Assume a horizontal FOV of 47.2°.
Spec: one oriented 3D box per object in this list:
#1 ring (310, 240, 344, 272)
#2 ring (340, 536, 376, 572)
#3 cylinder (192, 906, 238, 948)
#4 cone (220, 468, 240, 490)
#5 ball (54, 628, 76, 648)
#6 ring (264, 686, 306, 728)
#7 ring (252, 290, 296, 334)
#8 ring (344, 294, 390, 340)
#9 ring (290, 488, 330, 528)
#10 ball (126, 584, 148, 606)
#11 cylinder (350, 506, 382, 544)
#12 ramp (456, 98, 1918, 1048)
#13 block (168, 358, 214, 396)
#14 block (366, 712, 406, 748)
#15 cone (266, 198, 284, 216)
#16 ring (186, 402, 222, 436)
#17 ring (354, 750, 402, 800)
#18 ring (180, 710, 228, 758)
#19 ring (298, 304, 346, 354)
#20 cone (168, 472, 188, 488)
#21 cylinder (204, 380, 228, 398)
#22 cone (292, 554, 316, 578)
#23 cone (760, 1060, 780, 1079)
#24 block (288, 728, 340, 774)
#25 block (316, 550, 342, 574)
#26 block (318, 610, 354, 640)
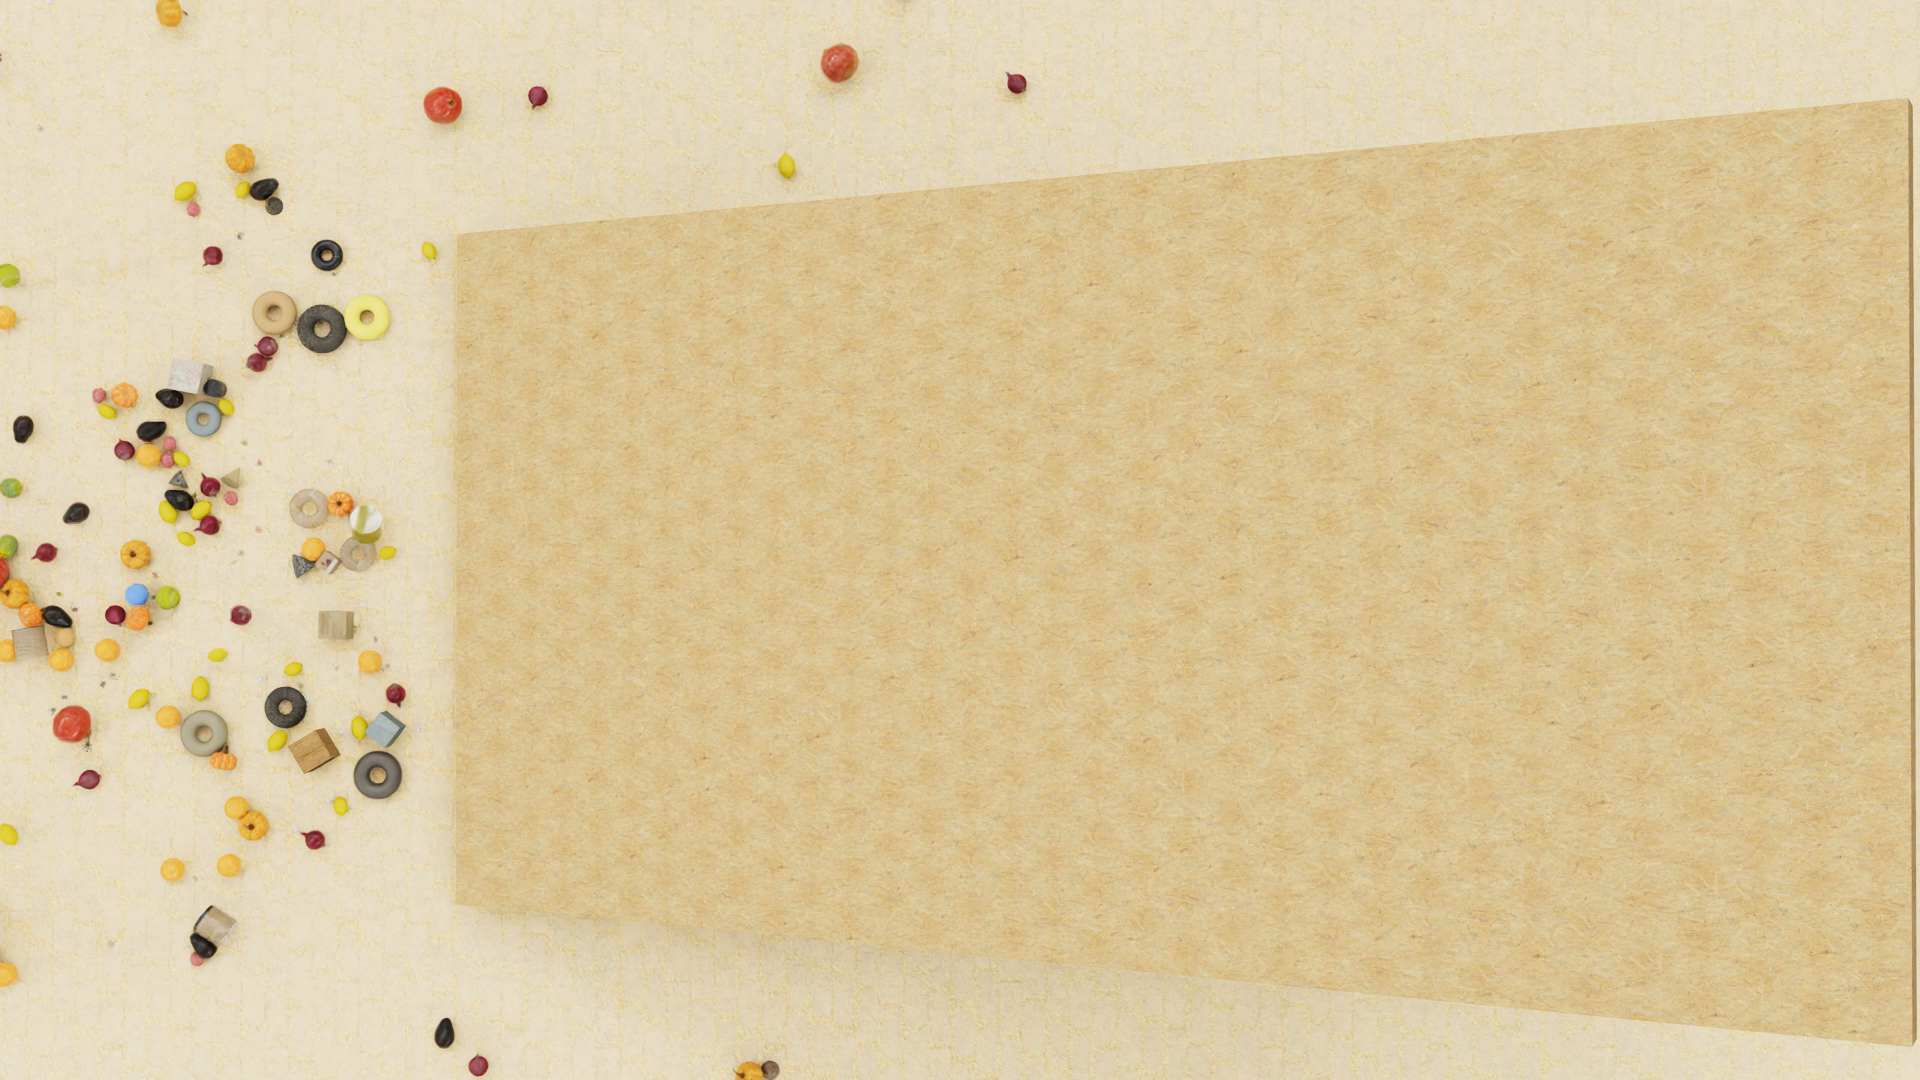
[{"bbox_3d":[-1.912,-0.860,6.642,0.098,0.033,0.098,0,89,-1],"label":"ring"},{"bbox_3d":[-1.814,0.042,6.631,0.111,0.037,0.111,0,90,-3],"label":"ring"},{"bbox_3d":[-2.232,1.158,6.592,0.093,0.093,0.093,33,90,0],"label":"cylinder"},{"bbox_3d":[-2.189,-0.196,6.638,0.060,0.060,0.060,30,56,0],"label":"cone"},{"bbox_3d":[-2.694,0.294,6.617,0.060,0.060,0.060,0,89,0],"label":"ball"},{"bbox_3d":[-2.031,0.504,6.624,0.127,0.042,0.127,0,88,0],"label":"ring"},{"bbox_3d":[-2.068,-0.686,6.635,0.134,0.045,0.134,0,88,0],"label":"ring"},{"bbox_3d":[-1.789,-0.672,6.634,0.138,0.046,0.138,0,90,-1],"label":"ring"},{"bbox_3d":[-1.961,-0.095,6.631,0.123,0.041,0.123,0,90,-1],"label":"ring"},{"bbox_3d":[-2.475,0.164,6.615,0.066,0.066,0.066,0,89,0],"label":"ball"},{"bbox_3d":[-1.779,-0.046,6.591,0.091,0.091,0.091,4,69,-11],"label":"cylinder"},{"bbox_3d":[0.274,0.076,5.641,4.000,0.100,2.000,0,89,29],"label":"ramp"},{"bbox_3d":[-2.313,-0.489,6.608,0.093,0.093,0.093,11,89,0],"label":"block"},{"bbox_3d":[-1.726,0.569,6.606,0.076,0.076,0.076,38,90,0],"label":"block"},{"bbox_3d":[-2.077,-1.011,6.632,0.056,0.056,0.056,0,89,0],"label":"cone"},{"bbox_3d":[-2.282,-0.365,6.636,0.109,0.036,0.109,0,89,1],"label":"ring"},{"bbox_3d":[-1.752,0.708,6.618,0.148,0.049,0.148,0,88,1],"label":"ring"},{"bbox_3d":[-2.275,0.583,6.620,0.143,0.048,0.143,0,91,1],"label":"ring"},{"bbox_3d":[-1.924,-0.636,6.632,0.149,0.050,0.149,0,90,-1],"label":"ring"},{"bbox_3d":[-2.350,-0.172,6.639,0.054,0.054,0.054,-45,116,0],"label":"cone"},{"bbox_3d":[-2.244,-0.456,6.628,0.053,0.053,0.053,0,89,0],"label":"cylinder"},{"bbox_3d":[-1.967,0.073,6.632,0.075,0.075,0.075,-10,89,-27],"label":"cone"},{"bbox_3d":[-0.573,1.599,6.604,0.058,0.058,0.058,0,89,0],"label":"cone"},{"bbox_3d":[-1.937,0.632,6.596,0.096,0.096,0.096,-31,90,0],"label":"block"},{"bbox_3d":[-1.901,0.067,6.624,0.051,0.051,0.051,37,90,0],"label":"block"},{"bbox_3d":[-1.874,0.255,6.605,0.084,0.084,0.084,2,89,0],"label":"block"}]
